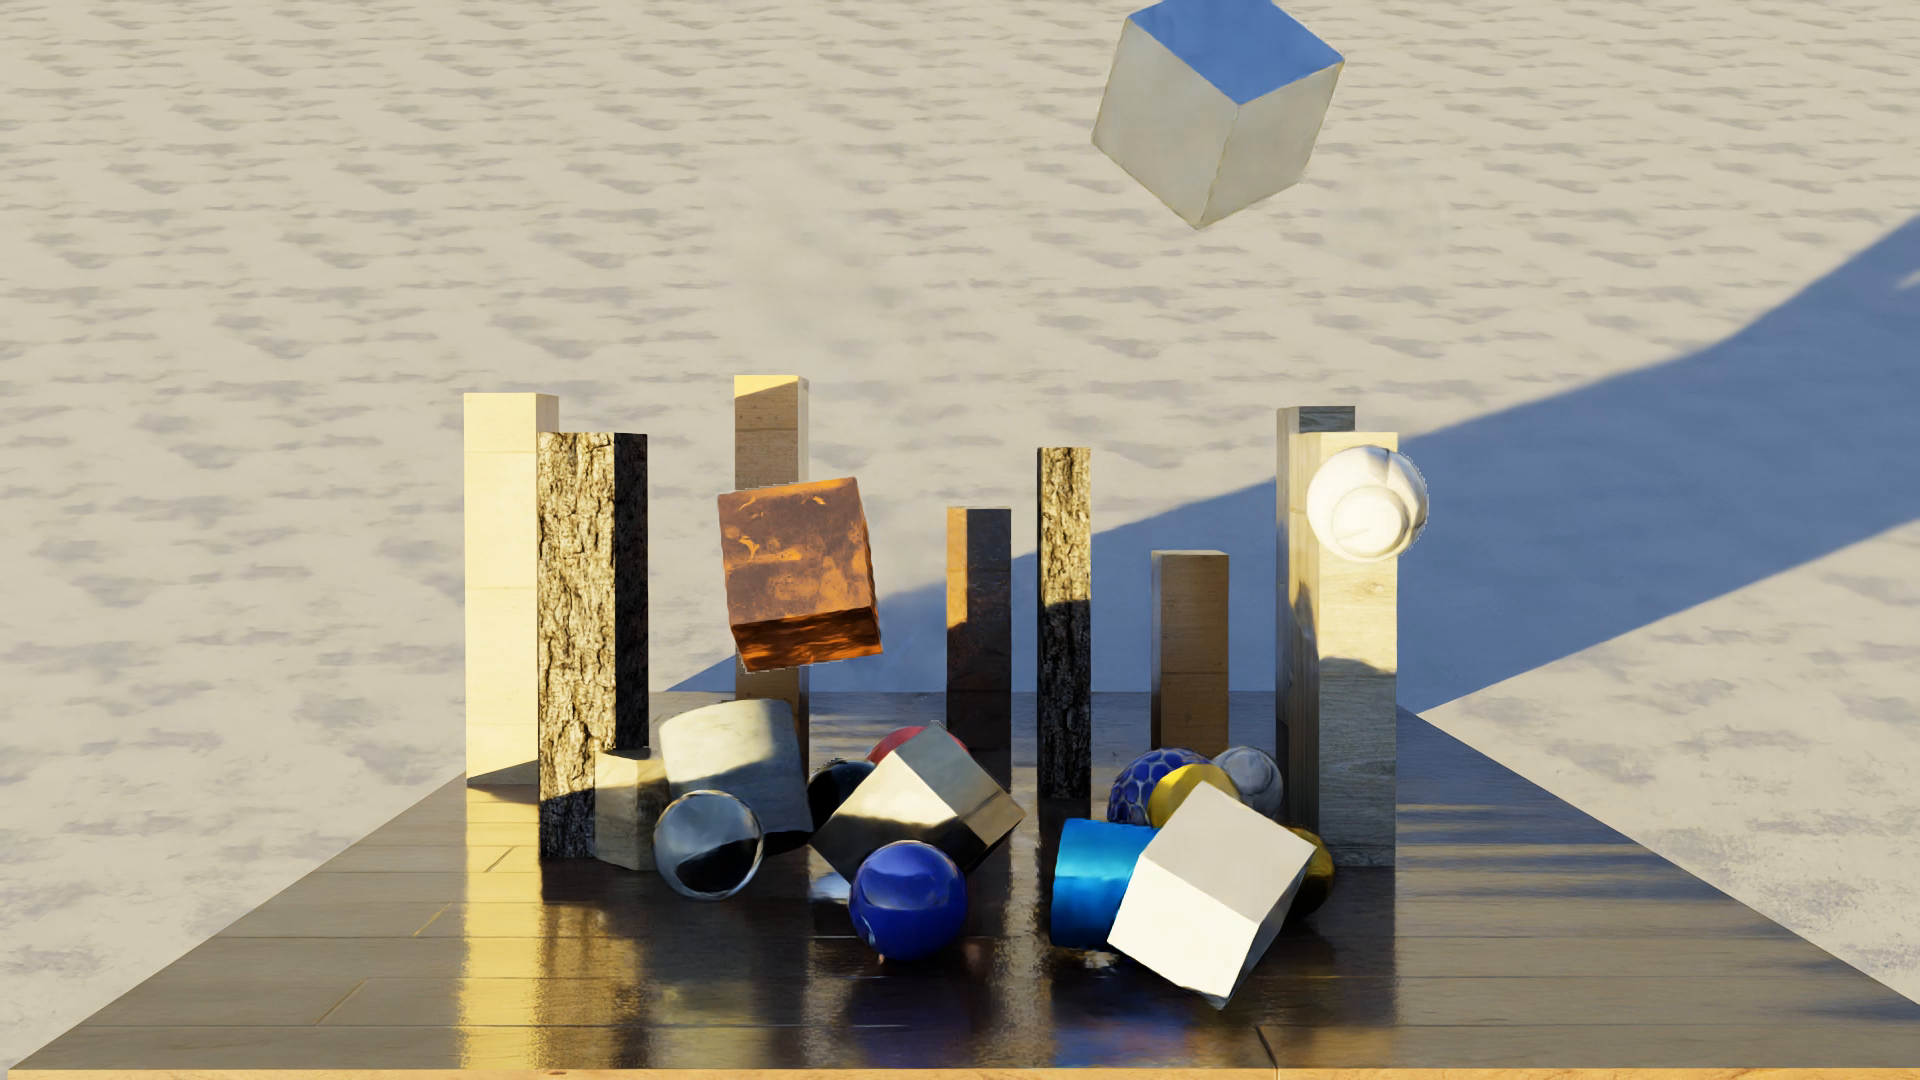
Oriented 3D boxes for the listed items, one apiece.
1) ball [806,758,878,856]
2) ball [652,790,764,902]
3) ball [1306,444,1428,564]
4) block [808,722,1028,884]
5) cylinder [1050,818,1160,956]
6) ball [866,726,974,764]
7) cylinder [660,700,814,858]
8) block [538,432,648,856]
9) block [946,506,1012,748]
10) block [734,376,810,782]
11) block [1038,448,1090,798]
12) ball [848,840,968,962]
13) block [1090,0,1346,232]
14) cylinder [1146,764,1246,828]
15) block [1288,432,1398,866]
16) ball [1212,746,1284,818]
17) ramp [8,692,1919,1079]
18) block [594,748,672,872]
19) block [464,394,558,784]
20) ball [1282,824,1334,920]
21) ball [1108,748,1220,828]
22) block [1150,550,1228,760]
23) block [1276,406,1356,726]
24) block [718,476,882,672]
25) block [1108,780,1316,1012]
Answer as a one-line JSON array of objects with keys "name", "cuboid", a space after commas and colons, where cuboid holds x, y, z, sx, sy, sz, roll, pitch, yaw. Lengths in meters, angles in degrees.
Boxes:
[{"name": "ball", "cuboid": [-0.155, 0.401, 3.792, 0.159, 0.159, 0.159, 0, 24, 0]}, {"name": "ball", "cuboid": [-0.341, 0.413, 3.488, 0.151, 0.151, 0.151, 0, 24, 0]}, {"name": "ball", "cuboid": [0.450, -0.040, 2.850, 0.132, 0.132, 0.132, 0, 24, 0]}, {"name": "block", "cuboid": [-0.052, 0.367, 3.283, 0.169, 0.169, 0.169, 45, 19, 8]}, {"name": "cylinder", "cuboid": [0.198, 0.419, 3.092, 0.155, 0.155, 0.155, 6, 25, 9]}, {"name": "ball", "cuboid": [-0.062, 0.380, 4.002, 0.185, 0.185, 0.185, 0, 24, 0]}, {"name": "cylinder", "cuboid": [-0.318, 0.348, 3.679, 0.192, 0.192, 0.192, -11, -16, -3]}, {"name": "block", "cuboid": [-0.576, 0.151, 4.083, 0.114, 0.639, 0.420, 0, 2, 0]}, {"name": "block", "cuboid": [0.039, 0.177, 5.426, 0.133, 0.492, 0.263, 0, 2, 0]}, {"name": "block", "cuboid": [-0.338, 0.079, 4.660, 0.110, 0.742, 0.313, 0, 2, 0]}, {"name": "block", "cuboid": [0.188, 0.140, 4.698, 0.083, 0.617, 0.340, 0, 2, 0]}, {"name": "ball", "cuboid": [-0.061, 0.432, 3.089, 0.144, 0.144, 0.144, 0, 24, 0]}, {"name": "block", "cuboid": [0.246, -0.422, 2.480, 0.151, 0.151, 0.151, -28, 60, -34]}, {"name": "cylinder", "cuboid": [0.317, 0.371, 3.318, 0.120, 0.120, 0.120, -7, 29, -14]}, {"name": "block", "cuboid": [0.584, 0.155, 3.955, 0.113, 0.638, 0.345, 0, 2, 0]}, {"name": "ball", "cuboid": [0.459, 0.401, 4.181, 0.130, 0.130, 0.130, 0, 24, 0]}, {"name": "ramp", "cuboid": [0.056, 0.504, 4.548, 2.000, 0.100, 4.000, 0, 2, 0]}, {"name": "block", "cuboid": [-0.437, 0.397, 3.834, 0.160, 0.160, 0.160, -1, 1, -30]}, {"name": "block", "cuboid": [-0.841, 0.085, 4.856, 0.131, 0.717, 0.274, 0, 2, 0]}, {"name": "ball", "cuboid": [0.427, 0.433, 3.360, 0.123, 0.123, 0.123, 0, 24, 0]}, {"name": "ball", "cuboid": [0.304, 0.391, 3.693, 0.185, 0.185, 0.185, 0, 24, 0]}, {"name": "block", "cuboid": [0.447, 0.230, 5.038, 0.129, 0.413, 0.257, 0, 2, 0]}, {"name": "block", "cuboid": [0.787, 0.059, 5.727, 0.120, 0.706, 0.387, 0, 2, 0]}, {"name": "block", "cuboid": [-0.150, 0.034, 2.432, 0.130, 0.130, 0.130, -8, 68, 0]}, {"name": "block", "cuboid": [0.268, 0.378, 2.747, 0.142, 0.142, 0.142, 30, 42, 16]}]
